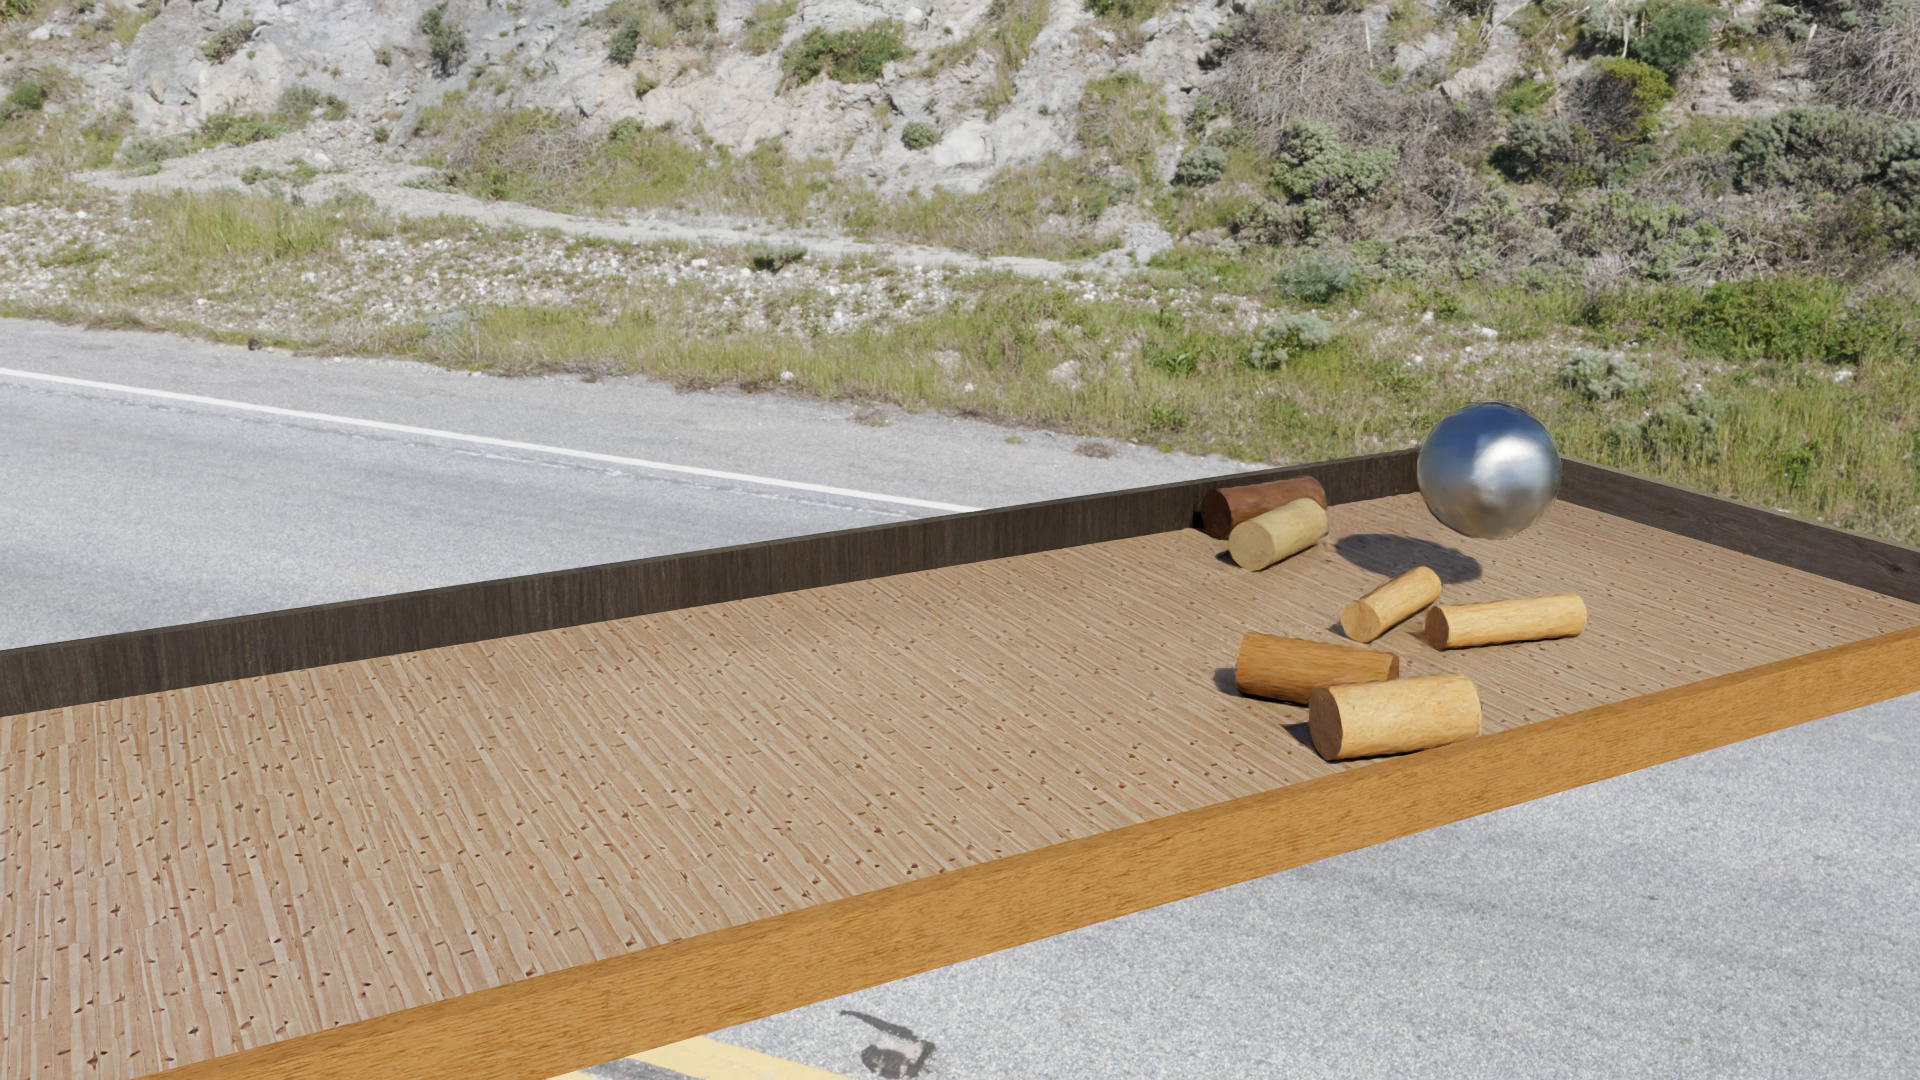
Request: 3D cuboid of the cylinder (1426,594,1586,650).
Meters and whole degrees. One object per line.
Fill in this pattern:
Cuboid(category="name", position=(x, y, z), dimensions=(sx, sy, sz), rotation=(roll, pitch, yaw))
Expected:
Cuboid(category="cylinder", position=(1.460, 0.218, 4.411), dimensions=(0.416, 0.114, 0.114), rotation=(-5, 17, -15))

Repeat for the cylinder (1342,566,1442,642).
Cuboid(category="cylinder", position=(1.197, 0.175, 4.560), dimensions=(0.113, 0.113, 0.407), rotation=(13, 21, 36))

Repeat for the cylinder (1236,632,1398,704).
Cuboid(category="cylinder", position=(0.862, 0.323, 3.983), dimensions=(0.357, 0.154, 0.154), rotation=(8, 18, 25))

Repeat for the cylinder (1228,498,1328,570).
Cuboid(category="cylinder", position=(0.996, -0.020, 5.149), dimensions=(0.155, 0.155, 0.354), rotation=(13, 21, 37))

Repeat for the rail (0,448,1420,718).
Cuboid(category="rail", position=(-3.305, 0.497, 3.399), dimensions=(12.000, 0.150, 0.050), rotation=(-9, 18, -27))

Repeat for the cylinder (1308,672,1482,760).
Cuboid(category="cylinder", position=(0.977, 0.396, 3.712), dimensions=(0.339, 0.166, 0.166), rotation=(-4, 17, -14))

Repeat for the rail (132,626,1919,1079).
Cuboid(category="rail", position=(-2.336, 1.006, 1.665), dimensions=(12.000, 0.150, 0.050), rotation=(-9, 18, -27))

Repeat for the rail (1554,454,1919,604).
Cuboid(category="rail", position=(2.466, -0.048, 5.253), dimensions=(0.050, 0.150, 2.100), rotation=(-9, 18, -27))

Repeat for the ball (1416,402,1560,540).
Cuboid(category="ball", position=(1.516, -0.199, 4.740), dimensions=(0.394, 0.394, 0.394), rotation=(0, 16, 0))

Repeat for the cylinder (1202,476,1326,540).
Cuboid(category="cylinder", position=(1.002, -0.107, 5.433), dimensions=(0.388, 0.161, 0.161), rotation=(-8, 18, -26))
